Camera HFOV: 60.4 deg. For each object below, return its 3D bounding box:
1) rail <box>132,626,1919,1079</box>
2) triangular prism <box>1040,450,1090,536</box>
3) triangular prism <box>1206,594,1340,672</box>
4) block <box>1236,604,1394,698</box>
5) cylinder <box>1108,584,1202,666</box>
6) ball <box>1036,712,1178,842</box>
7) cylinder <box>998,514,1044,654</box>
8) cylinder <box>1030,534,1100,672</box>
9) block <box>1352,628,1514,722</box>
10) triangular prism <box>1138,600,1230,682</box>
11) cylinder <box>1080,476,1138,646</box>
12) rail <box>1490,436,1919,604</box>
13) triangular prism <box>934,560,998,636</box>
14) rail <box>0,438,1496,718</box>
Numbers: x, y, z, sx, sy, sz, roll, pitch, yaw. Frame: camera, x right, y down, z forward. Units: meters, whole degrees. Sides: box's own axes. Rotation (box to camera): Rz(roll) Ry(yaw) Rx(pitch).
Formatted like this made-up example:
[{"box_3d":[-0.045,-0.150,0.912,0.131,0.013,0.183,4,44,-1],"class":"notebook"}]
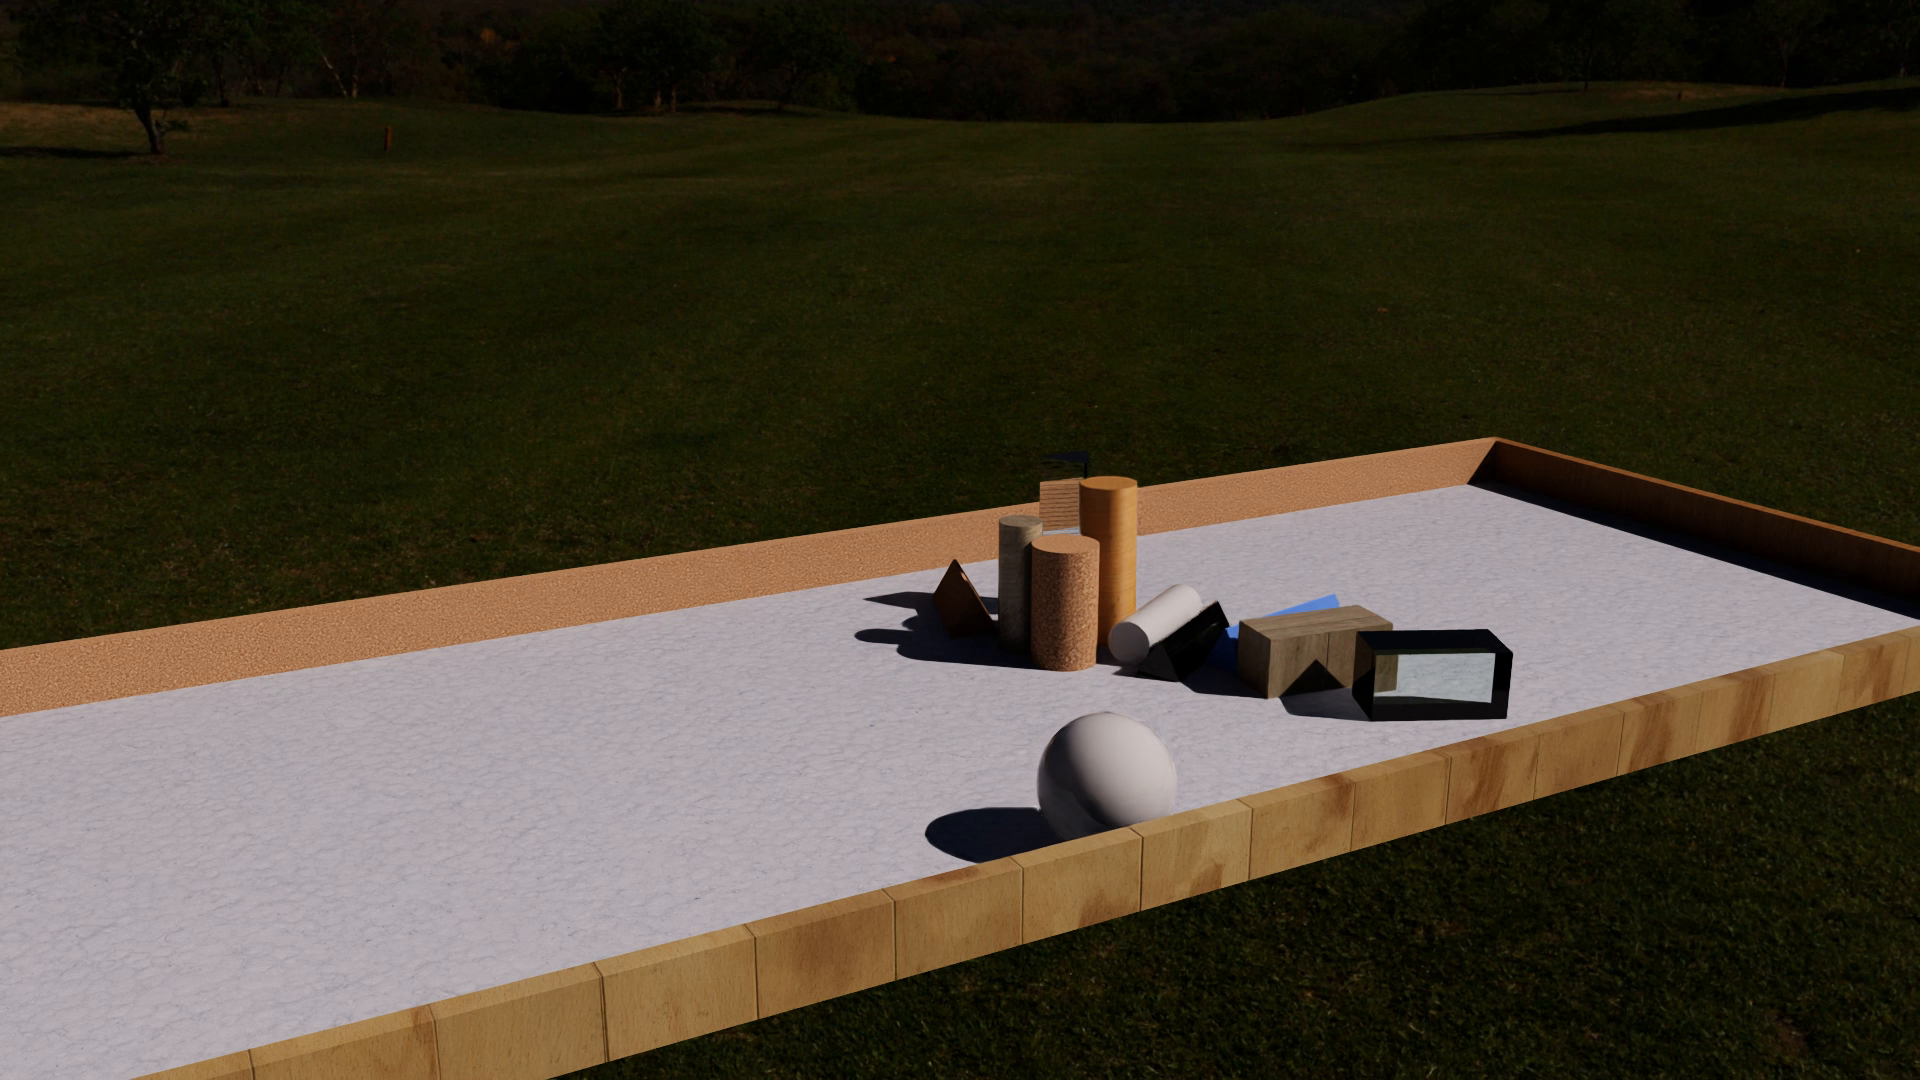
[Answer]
[{"box_3d":[-2.336,1.006,1.665,12.000,0.150,0.050,-9,18,-27],"class":"rail"},{"box_3d":[0.318,-0.018,4.614,0.151,0.452,0.131,10,19,30],"class":"triangular prism"},{"box_3d":[0.845,0.238,4.344,0.443,0.108,0.125,-13,21,-38],"class":"triangular prism"},{"box_3d":[0.888,0.278,4.137,0.348,0.154,0.154,-6,17,-19],"class":"block"},{"box_3d":[0.523,0.222,4.391,0.118,0.118,0.361,9,19,28],"class":"cylinder"},{"box_3d":[0.288,0.477,3.242,0.277,0.277,0.277,0,16,0],"class":"ball"},{"box_3d":[0.158,0.117,4.340,0.116,0.348,0.116,0,16,0],"class":"cylinder"},{"box_3d":[0.269,0.161,4.248,0.173,0.316,0.173,0,16,0],"class":"cylinder"},{"box_3d":[1.129,0.323,3.958,0.325,0.168,0.168,-1,16,-3],"class":"block"},{"box_3d":[0.596,0.255,4.302,0.114,0.099,0.372,10,19,29],"class":"triangular prism"},{"box_3d":[0.396,0.055,4.400,0.151,0.429,0.151,-1,16,0],"class":"cylinder"},{"box_3d":[2.466,-0.048,5.253,0.050,0.150,2.100,-9,18,-27],"class":"rail"},{"box_3d":[0.012,0.156,4.610,0.132,0.114,0.337,-3,17,-8],"class":"triangular prism"},{"box_3d":[-3.305,0.497,3.399,12.000,0.150,0.050,-9,18,-27],"class":"rail"}]
